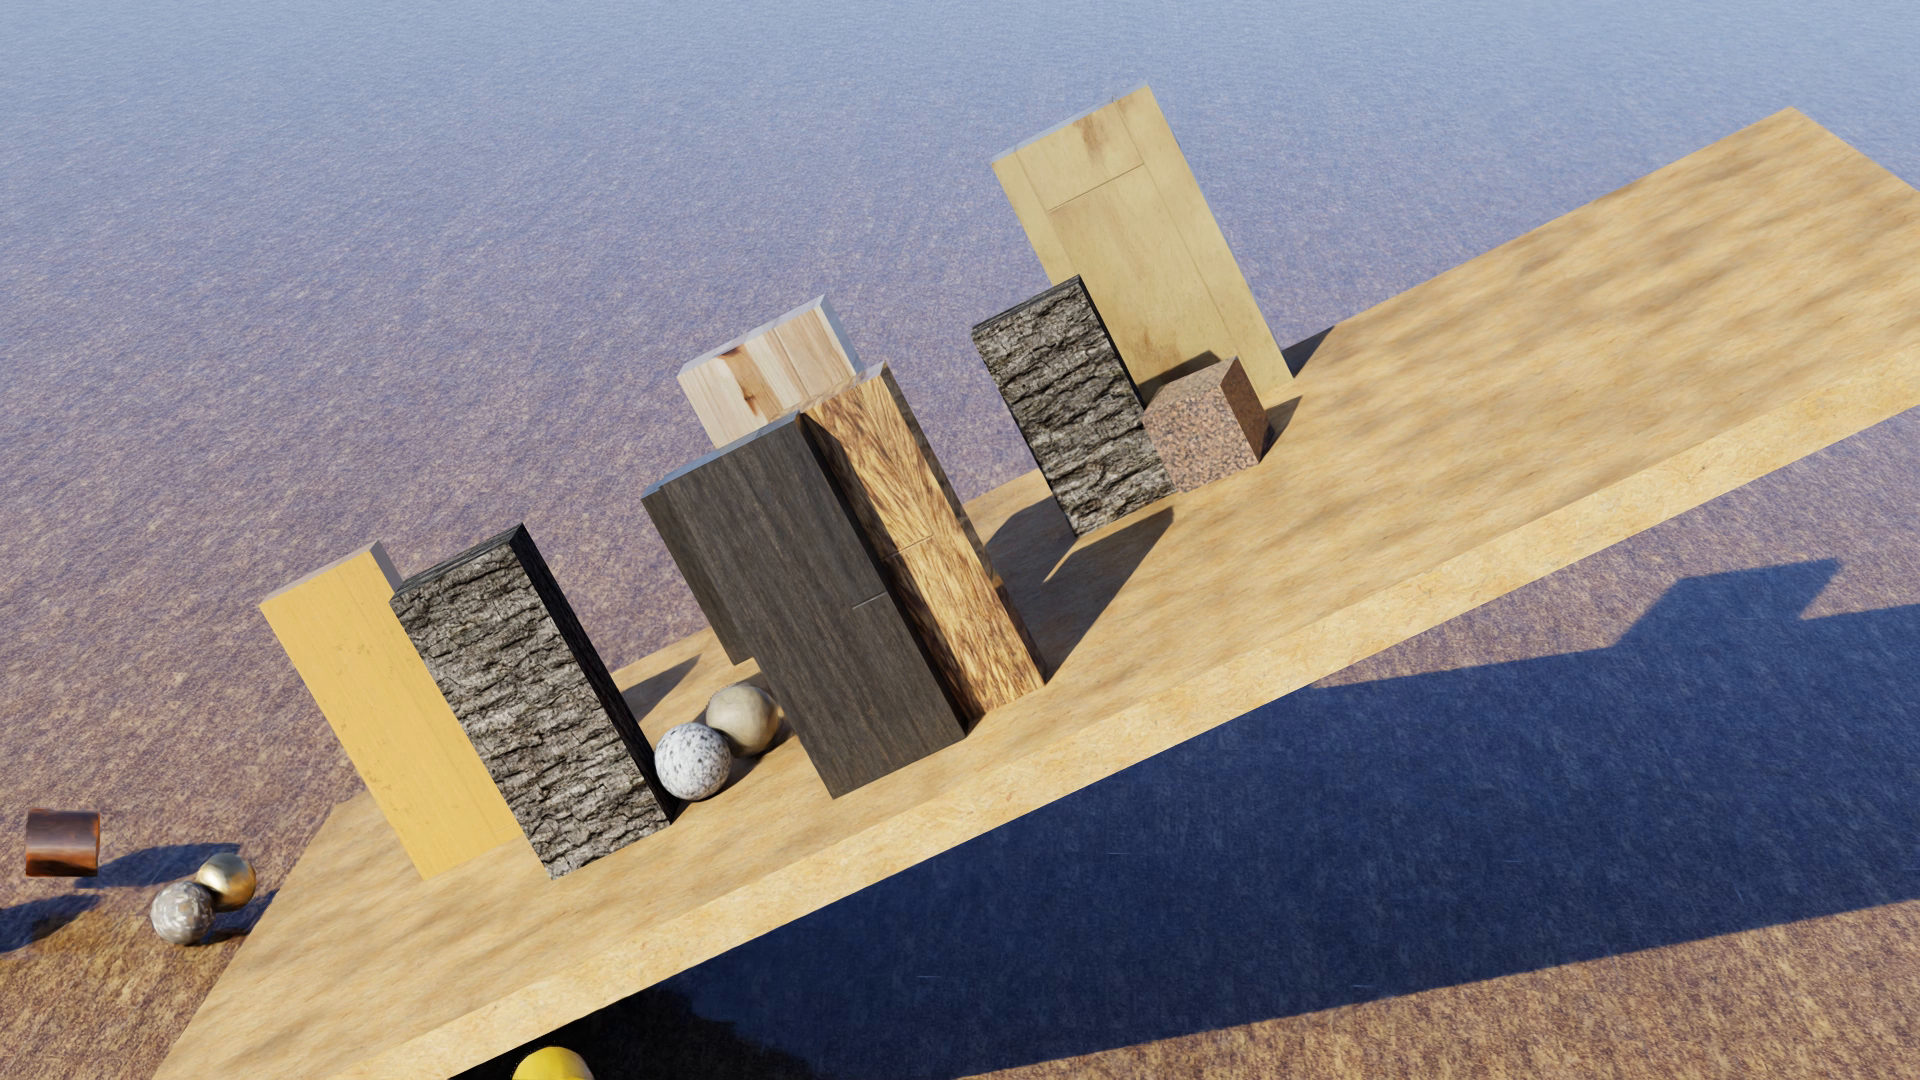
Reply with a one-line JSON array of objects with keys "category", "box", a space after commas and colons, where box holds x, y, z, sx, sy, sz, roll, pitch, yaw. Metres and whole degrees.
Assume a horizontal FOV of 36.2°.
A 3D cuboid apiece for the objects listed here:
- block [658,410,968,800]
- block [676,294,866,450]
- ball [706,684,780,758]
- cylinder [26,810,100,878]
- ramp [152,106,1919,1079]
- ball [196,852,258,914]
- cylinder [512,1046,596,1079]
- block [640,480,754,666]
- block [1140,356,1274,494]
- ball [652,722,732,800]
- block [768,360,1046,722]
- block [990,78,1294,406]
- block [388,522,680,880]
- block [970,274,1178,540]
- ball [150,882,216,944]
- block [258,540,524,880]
[{"category": "block", "box": [-0.271, 0.126, 5.545, 0.287, 0.694, 0.082, -26, 14, 10]}, {"category": "block", "box": [-0.246, -0.081, 6.063, 0.330, 0.781, 0.115, -26, 14, 10]}, {"category": "ball", "box": [-0.453, 0.378, 6.126, 0.154, 0.154, 0.154, 0, 17, 0]}, {"category": "cylinder", "box": [-2.200, 0.744, 7.214, 0.165, 0.165, 0.165, 2, 16, -14]}, {"category": "ramp", "box": [0.140, 0.168, 6.281, 4.000, 0.100, 2.000, -26, 14, 10]}, {"category": "ball", "box": [-1.767, 0.826, 7.083, 0.144, 0.144, 0.144, 0, 17, 0]}, {"category": "cylinder", "box": [-0.705, 0.986, 5.171, 0.146, 0.146, 0.146, -6, 14, -18]}, {"category": "block", "box": [-0.498, 0.021, 6.873, 0.302, 0.455, 0.111, -26, 14, 10]}, {"category": "block", "box": [0.541, -0.251, 6.401, 0.194, 0.194, 0.194, -22, 15, 24]}, {"category": "ball", "box": [-0.549, 0.453, 6.026, 0.160, 0.160, 0.160, 0, 17, 0]}, {"category": "block", "box": [-0.099, 0.021, 5.616, 0.247, 0.682, 0.117, -26, 14, 10]}, {"category": "block", "box": [0.423, -0.629, 6.799, 0.399, 0.762, 0.105, -26, 14, 10]}, {"category": "block", "box": [-0.861, 0.331, 5.993, 0.279, 0.670, 0.144, -26, 14, 10]}, {"category": "block", "box": [0.258, -0.290, 6.424, 0.260, 0.509, 0.101, -26, 14, 10]}, {"category": "ball", "box": [-1.840, 0.884, 6.970, 0.150, 0.150, 0.150, 0, 17, 0]}, {"category": "block", "box": [-1.222, 0.376, 6.436, 0.280, 0.715, 0.083, -26, 14, 10]}]
